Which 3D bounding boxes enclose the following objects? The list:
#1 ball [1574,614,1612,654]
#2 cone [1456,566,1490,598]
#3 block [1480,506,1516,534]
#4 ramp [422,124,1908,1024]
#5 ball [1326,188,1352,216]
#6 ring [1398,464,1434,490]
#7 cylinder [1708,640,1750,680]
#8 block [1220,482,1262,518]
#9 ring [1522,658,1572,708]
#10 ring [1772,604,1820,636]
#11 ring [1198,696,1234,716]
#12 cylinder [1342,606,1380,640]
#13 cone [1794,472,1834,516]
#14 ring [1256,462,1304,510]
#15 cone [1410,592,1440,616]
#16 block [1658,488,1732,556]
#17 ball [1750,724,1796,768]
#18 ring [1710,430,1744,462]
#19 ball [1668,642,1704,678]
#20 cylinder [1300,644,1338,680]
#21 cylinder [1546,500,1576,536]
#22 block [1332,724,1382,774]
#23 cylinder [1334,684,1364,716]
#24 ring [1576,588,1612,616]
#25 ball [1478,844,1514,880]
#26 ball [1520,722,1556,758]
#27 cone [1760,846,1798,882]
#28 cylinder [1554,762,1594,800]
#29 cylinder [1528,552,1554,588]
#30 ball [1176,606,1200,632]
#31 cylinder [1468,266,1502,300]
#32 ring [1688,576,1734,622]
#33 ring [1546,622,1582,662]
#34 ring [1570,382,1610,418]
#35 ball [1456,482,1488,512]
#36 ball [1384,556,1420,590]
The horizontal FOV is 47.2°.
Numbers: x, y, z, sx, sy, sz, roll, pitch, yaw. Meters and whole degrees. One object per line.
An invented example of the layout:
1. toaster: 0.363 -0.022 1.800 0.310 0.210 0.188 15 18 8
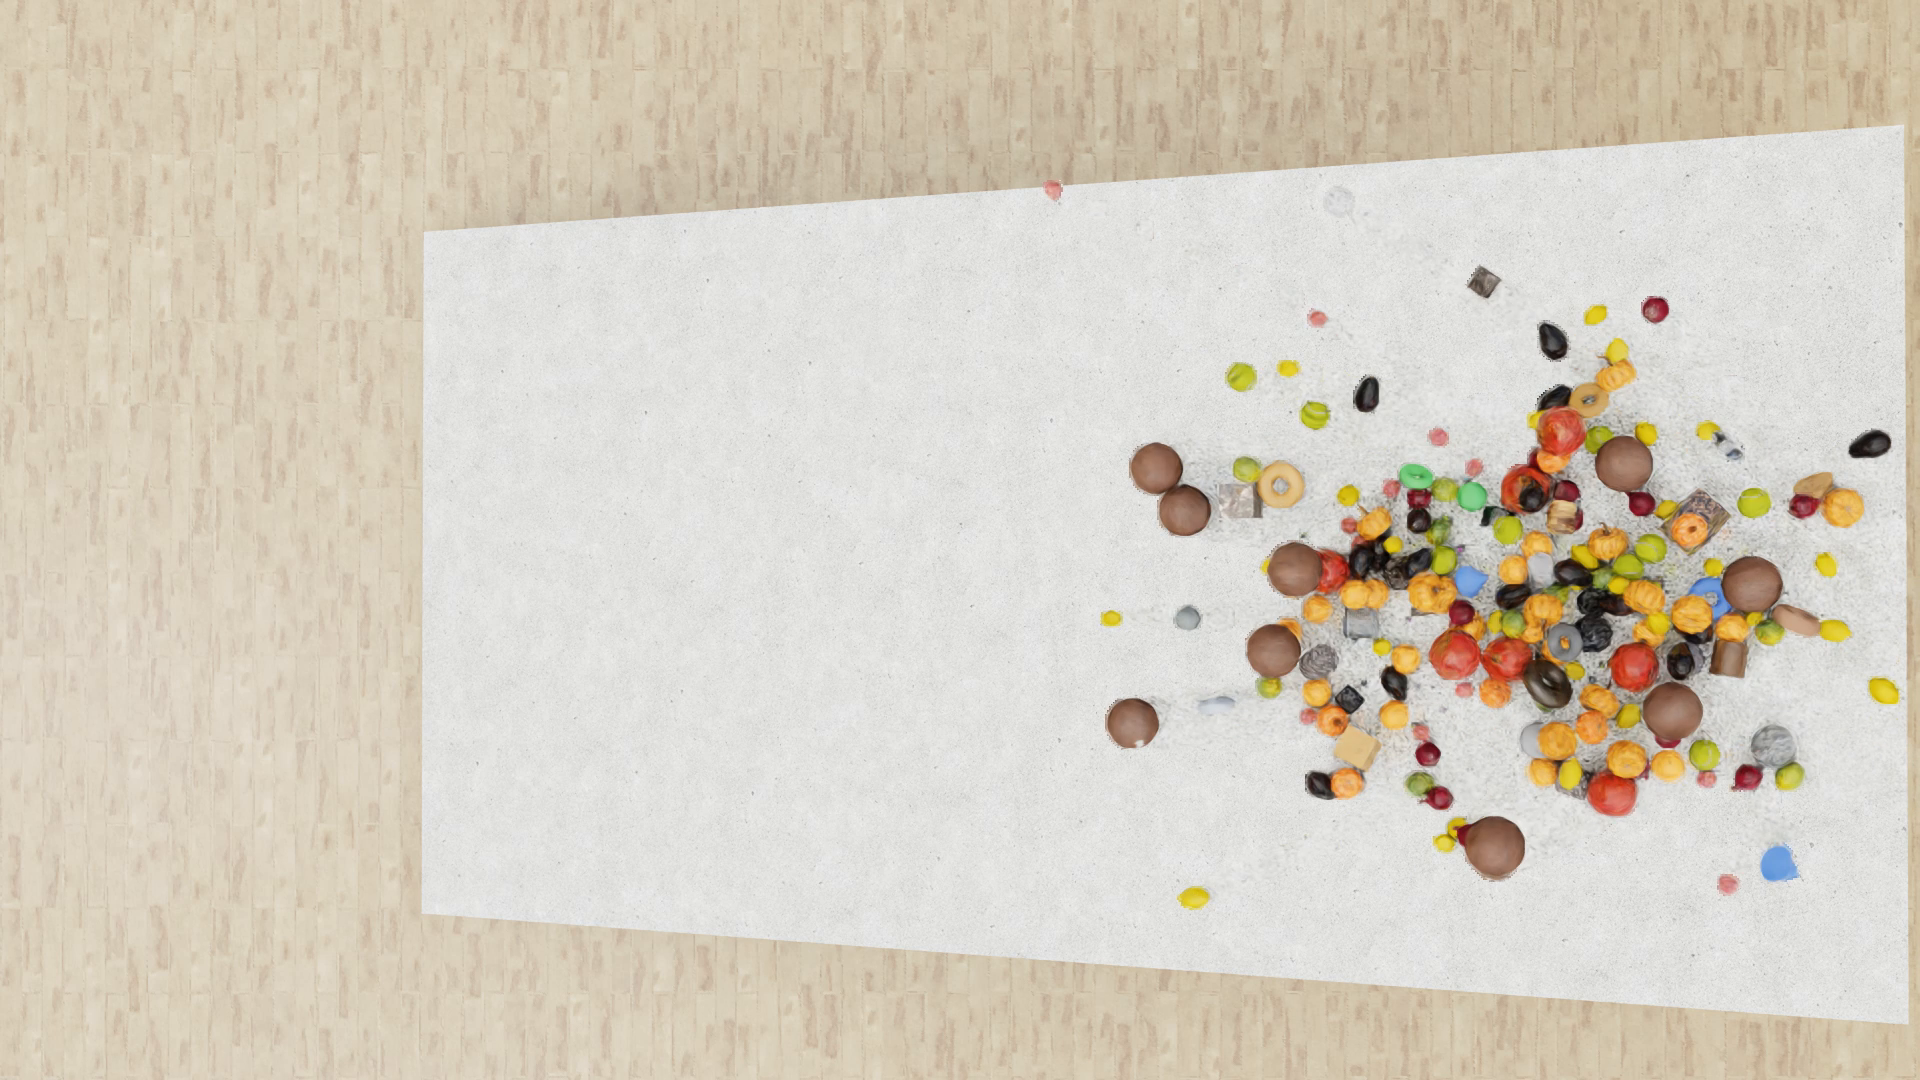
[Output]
1. ball: 1.469 0.218 5.109 0.090 0.090 0.090 0 89 0
2. cone: 1.225 0.092 5.188 0.077 0.077 0.077 5 78 -25
3. block: 1.271 -0.049 5.201 0.052 0.052 0.052 17 88 -14
4. ramp: 0.283 0.085 5.718 4.000 0.100 2.000 0 89 23
5. ball: 0.925 -0.824 5.365 0.066 0.066 0.066 0 89 0
6. ring: 1.086 -0.151 5.238 0.083 0.083 0.028 9 127 0
7. cylinder: 1.746 0.272 4.992 0.076 0.076 0.076 11 87 0
8. block: 0.695 -0.097 5.444 0.084 0.084 0.084 -2 89 23
9. ring: 1.360 0.333 5.090 0.129 0.043 0.129 17 48 -20
10. ring: 1.873 0.179 4.924 0.111 0.111 0.037 18 108 0
11. ring: 0.635 0.412 5.453 0.094 0.094 0.031 -10 96 0
12. cylinder: 0.972 0.201 5.324 0.076 0.076 0.076 5 89 20
13. cone: 1.934 -0.089 4.941 0.091 0.091 0.091 -30 106 0
14. ring: 0.789 -0.133 5.413 0.117 0.039 0.117 3 101 14
15. cone: 1.127 0.166 5.284 0.065 0.065 0.065 26 89 -1
16. block: 1.665 -0.041 4.985 0.094 0.094 0.094 42 69 7
17. ball: 1.830 0.464 4.947 0.098 0.098 0.098 0 89 0
18. ring: 1.741 -0.214 4.993 0.087 0.087 0.029 42 115 0
19. ball: 1.661 0.274 5.031 0.081 0.081 0.081 0 89 0
20. cylinder: 0.865 0.294 5.303 0.069 0.069 0.069 9 65 -19
21. cylinder: 1.389 -0.051 5.079 0.063 0.063 0.063 10 74 0
22. block: 0.961 0.504 5.315 0.080 0.080 0.080 28 88 24
23. cylinder: 0.948 0.389 5.348 0.053 0.053 0.053 -46 73 -1
24. ring: 1.477 0.146 5.122 0.079 0.026 0.079 5 125 7
25. ball: 1.265 0.760 5.191 0.086 0.086 0.086 0 89 0
26. ball: 1.353 0.469 5.146 0.085 0.085 0.085 0 89 0
27. cone: 1.862 0.741 4.948 0.083 0.083 0.083 24 89 -28
28. cylinder: 1.433 0.564 5.127 0.070 0.070 0.070 21 89 27
29. cylinder: 1.355 0.072 5.129 0.060 0.060 0.060 -9 52 12
30. ball: 0.571 0.198 5.506 0.062 0.062 0.062 0 89 0
31. cylinder: 1.247 -0.611 5.230 0.057 0.057 0.057 34 89 0
32. ring: 1.716 0.135 5.027 0.102 0.034 0.102 -1 85 9
33. ring: 1.386 0.234 5.042 0.030 0.091 0.091 -7 89 -41
34. ring: 1.468 -0.327 5.131 0.094 0.031 0.094 -14 56 22
35. ball: 1.218 -0.103 5.230 0.070 0.070 0.070 0 89 0
36. ball: 1.060 0.080 5.283 0.084 0.084 0.084 0 89 0
